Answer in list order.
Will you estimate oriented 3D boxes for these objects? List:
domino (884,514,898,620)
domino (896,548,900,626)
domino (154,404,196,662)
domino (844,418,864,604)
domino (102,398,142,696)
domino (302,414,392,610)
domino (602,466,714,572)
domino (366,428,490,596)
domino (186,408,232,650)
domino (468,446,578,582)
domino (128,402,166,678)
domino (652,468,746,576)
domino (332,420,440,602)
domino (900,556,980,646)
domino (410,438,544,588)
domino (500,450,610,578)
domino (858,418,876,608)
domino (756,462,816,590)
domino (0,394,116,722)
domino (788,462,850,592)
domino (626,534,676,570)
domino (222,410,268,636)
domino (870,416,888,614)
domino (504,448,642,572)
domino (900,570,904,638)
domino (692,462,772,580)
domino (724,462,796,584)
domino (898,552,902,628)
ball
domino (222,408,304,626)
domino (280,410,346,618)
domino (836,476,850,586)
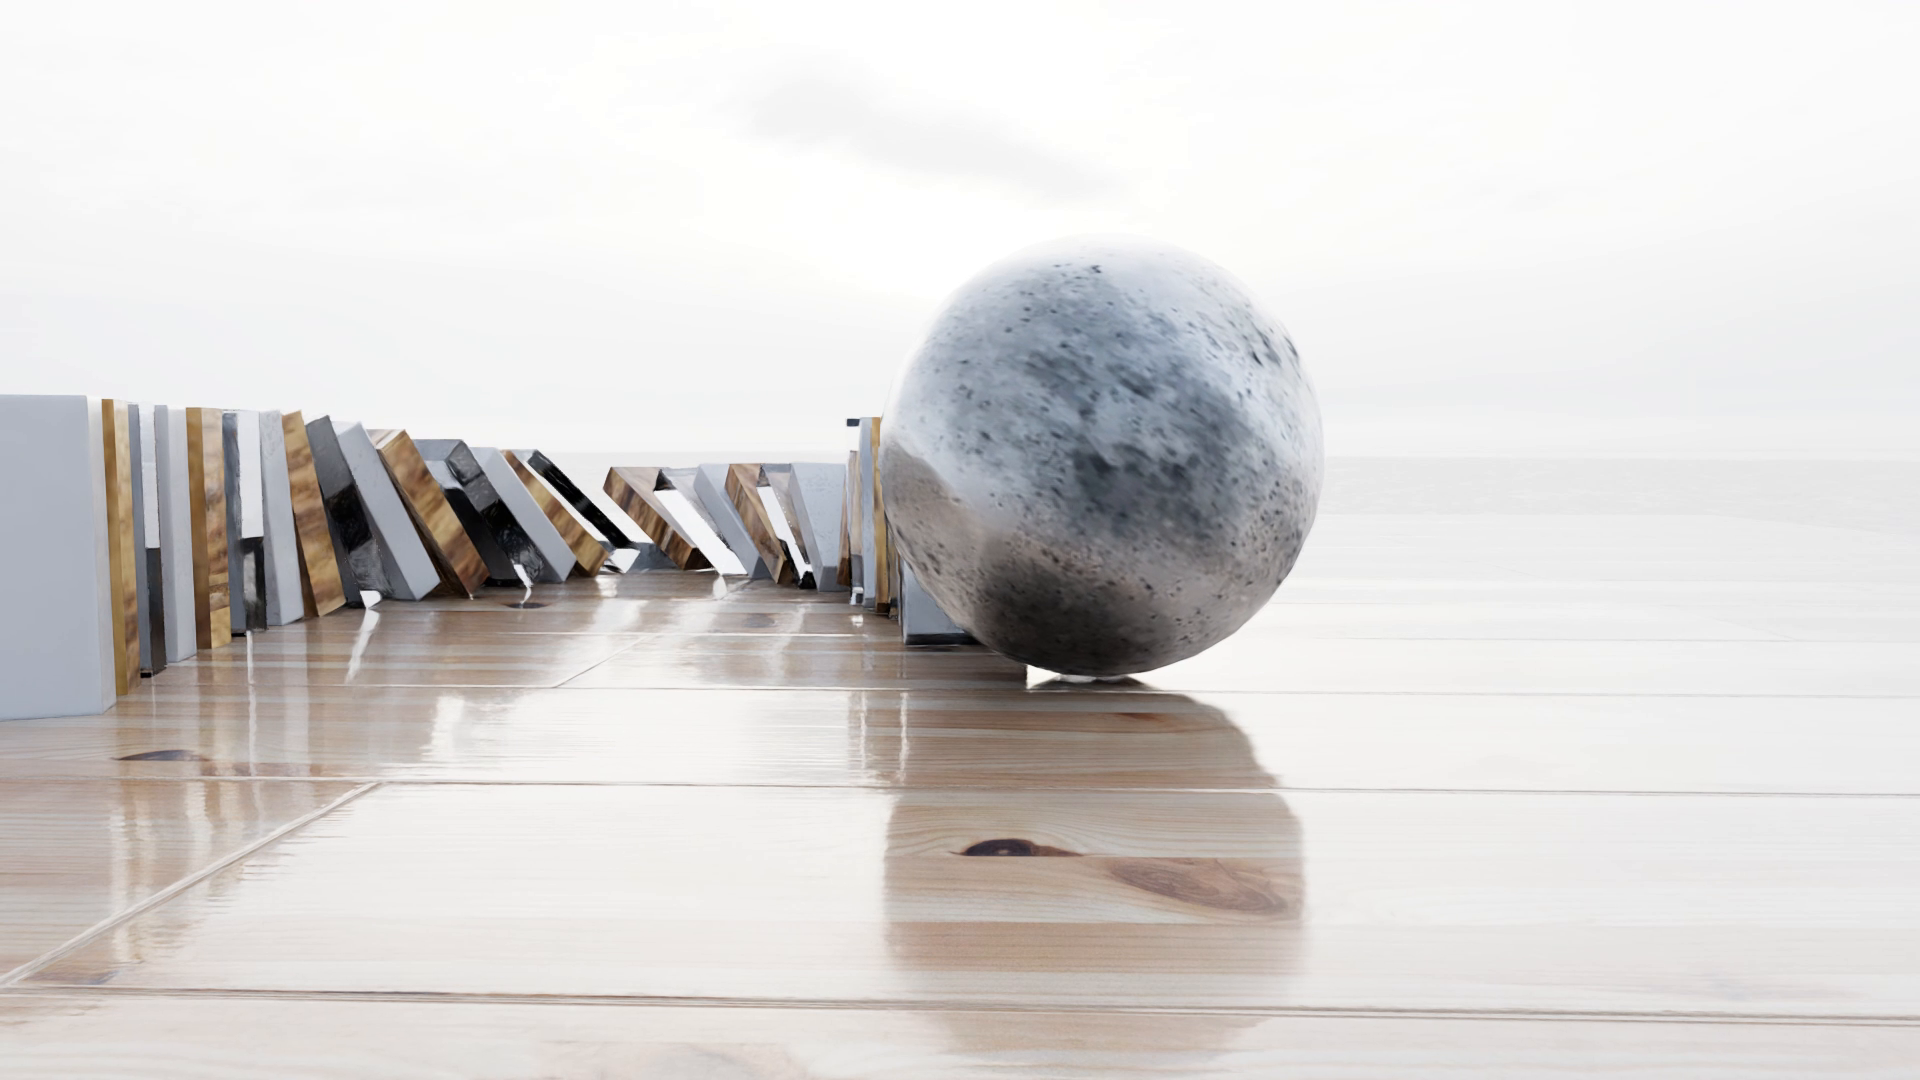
[{"bbox_3d":[-0.006,-0.006,0.317,0.025,0.050,0.010,-1,-20,-7],"label":"domino"},{"bbox_3d":[-0.003,-0.005,0.307,0.025,0.050,0.009,-1,-20,-7],"label":"domino"},{"bbox_3d":[-0.165,-0.001,0.250,0.025,0.050,0.010,-1,4,-12],"label":"domino"},{"bbox_3d":[-0.018,-0.008,0.347,0.025,0.050,0.009,-1,-20,-9],"label":"domino"},{"bbox_3d":[-0.155,0.001,0.216,0.025,0.050,0.010,-2,5,-21],"label":"domino"},{"bbox_3d":[-0.166,-0.007,0.329,0.025,0.050,0.009,2,26,22],"label":"domino"},{"bbox_3d":[-0.099,-0.008,0.445,0.050,0.010,0.025,40,25,29],"label":"domino"},{"bbox_3d":[-0.153,-0.007,0.354,0.025,0.050,0.010,2,39,25],"label":"domino"},{"bbox_3d":[-0.169,-0.003,0.268,0.025,0.050,0.009,-1,4,-8],"label":"domino"},{"bbox_3d":[-0.138,-0.007,0.384,0.025,0.009,0.050,2,-40,20],"label":"domino"},{"bbox_3d":[-0.161,0.000,0.233,0.025,0.050,0.010,-1,5,-18],"label":"domino"},{"bbox_3d":[-0.081,-0.007,0.435,0.025,0.010,0.050,-4,37,-43],"label":"domino"},{"bbox_3d":[-0.161,-0.007,0.343,0.025,0.050,0.010,2,34,26],"label":"domino"},{"bbox_3d":[0.000,-0.003,0.275,0.025,0.050,0.010,-1,-20,-7],"label":"domino"},{"bbox_3d":[-0.143,-0.007,0.368,0.025,0.050,0.009,2,45,20],"label":"domino"},{"bbox_3d":[-0.135,-0.008,0.401,0.025,0.009,0.050,3,-37,35],"label":"domino"},{"bbox_3d":[-0.013,-0.007,0.337,0.025,0.050,0.010,-1,-20,-7],"label":"domino"},{"bbox_3d":[-0.044,-0.005,0.395,0.025,0.009,0.050,-2,40,-26],"label":"domino"},{"bbox_3d":[-0.148,0.003,0.200,0.025,0.050,0.009,-2,5,-22],"label":"domino"},{"bbox_3d":[-0.034,-0.005,0.381,0.025,0.009,0.050,1,39,-21],"label":"domino"},{"bbox_3d":[-0.121,0.004,0.454,0.050,0.010,0.025,2,5,29],"label":"domino"},{"bbox_3d":[-0.170,-0.004,0.285,0.025,0.050,0.009,0,4,-4],"label":"domino"},{"bbox_3d":[-0.009,-0.007,0.327,0.025,0.050,0.009,-1,-20,-7],"label":"domino"},{"bbox_3d":[-0.129,-0.009,0.415,0.025,0.010,0.050,3,-38,41],"label":"domino"},{"bbox_3d":[-0.001,-0.004,0.286,0.025,0.050,0.009,-1,-20,-7],"label":"domino"},{"bbox_3d":[-0.066,-0.007,0.422,0.025,0.010,0.050,-3,40,-37],"label":"domino"},{"bbox_3d":[-0.055,-0.006,0.409,0.025,0.010,0.050,-3,40,-32],"label":"domino"},{"bbox_3d":[-0.002,-0.004,0.296,0.025,0.050,0.009,-1,-20,-7],"label":"domino"},{"bbox_3d":[0.025,-0.015,0.234,0.080,0.080,0.080,0,4,0],"label":"ball"},{"bbox_3d":[-0.171,-0.005,0.300,0.025,0.050,0.010,0,12,2],"label":"domino"},{"bbox_3d":[-0.170,-0.006,0.315,0.025,0.050,0.010,1,19,15],"label":"domino"},{"bbox_3d":[-0.021,-0.005,0.370,0.025,0.010,0.050,9,36,-9],"label":"domino"}]
